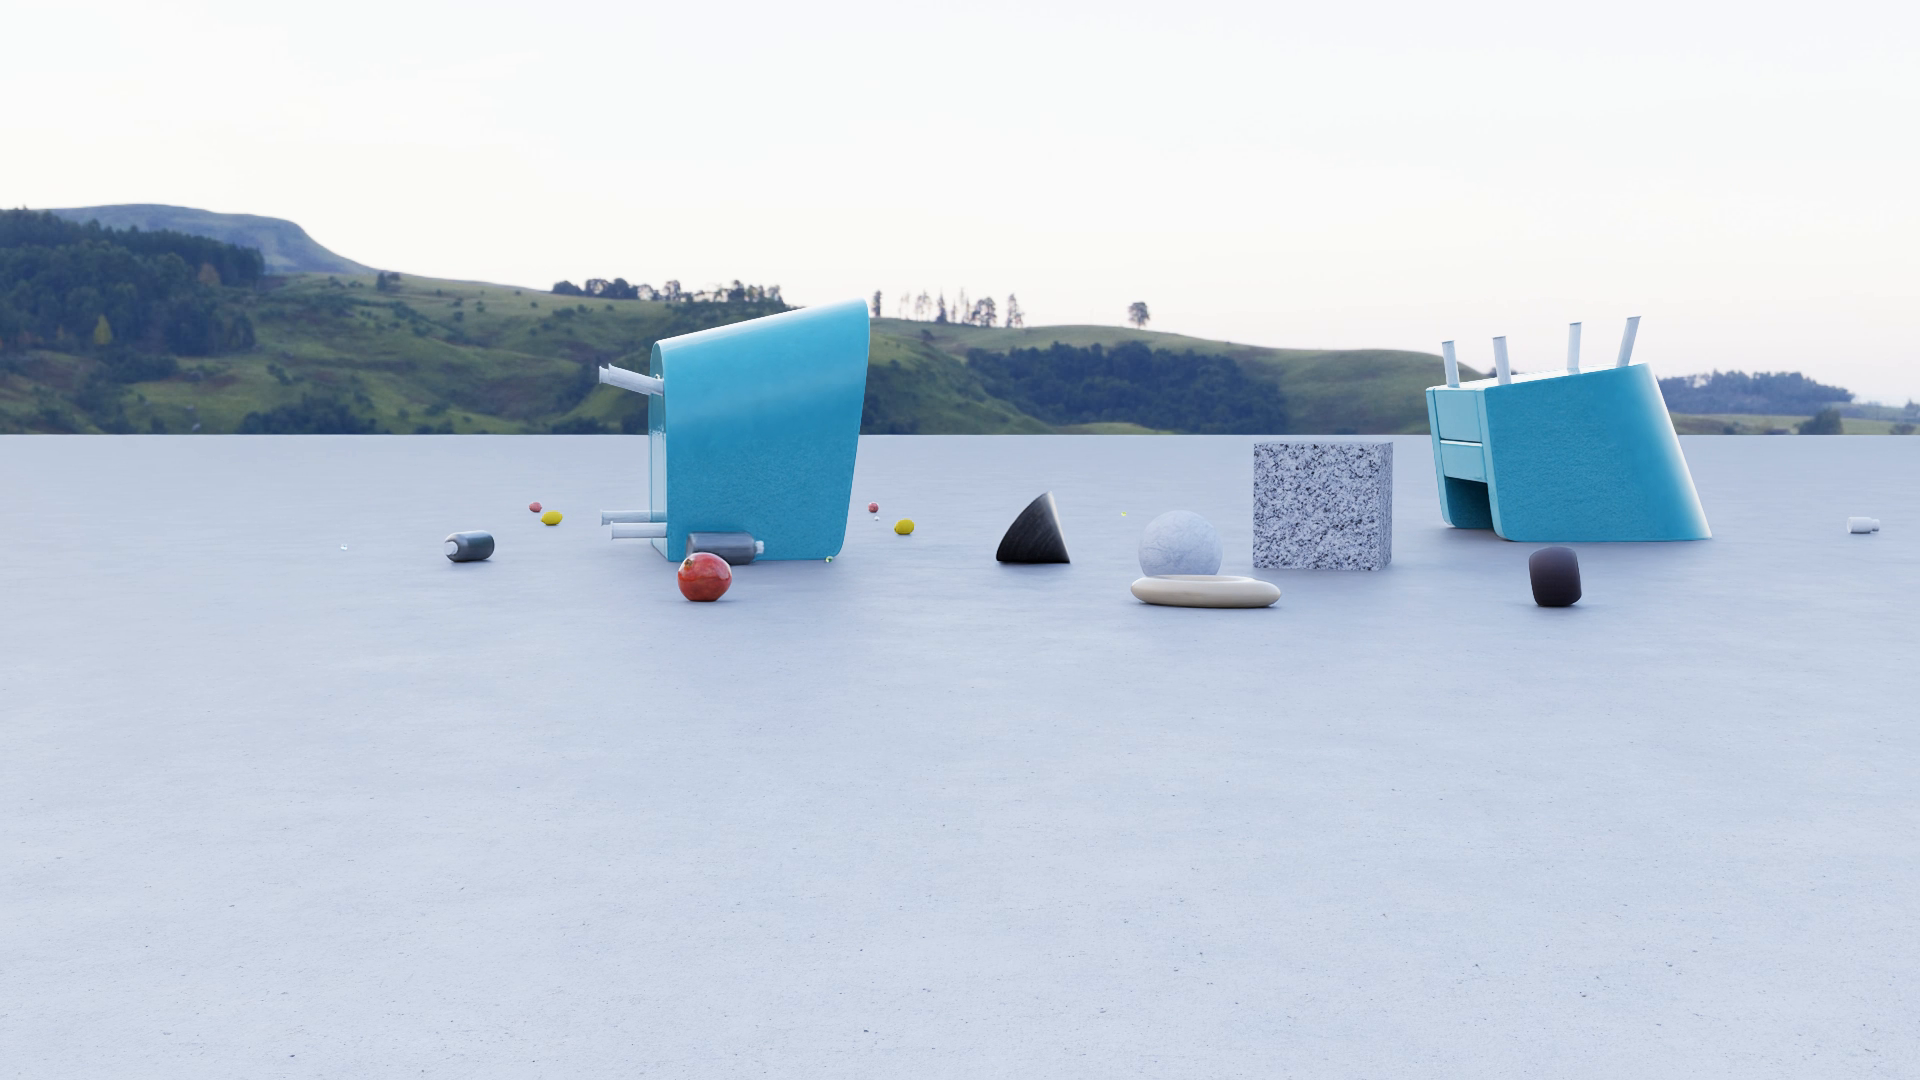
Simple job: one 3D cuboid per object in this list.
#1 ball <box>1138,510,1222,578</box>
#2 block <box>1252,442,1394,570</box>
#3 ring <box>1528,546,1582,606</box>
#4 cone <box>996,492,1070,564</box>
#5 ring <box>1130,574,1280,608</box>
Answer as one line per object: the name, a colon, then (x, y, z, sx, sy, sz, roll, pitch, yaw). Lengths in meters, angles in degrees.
ball: (0.482, 0.027, 4.812, 0.185, 0.185, 0.185, 0, 4, 0)
block: (0.932, -0.093, 5.627, 0.314, 0.311, 0.310, 1, 4, 17)
ring: (1.235, 0.077, 4.560, 0.095, 0.123, 0.210, -8, -11, 17)
cone: (0.227, 0.012, 5.687, 0.156, 0.226, 0.291, 39, 2, 12)
ring: (0.511, 0.107, 4.585, 0.322, 0.056, 0.181, 2, 6, 23)
